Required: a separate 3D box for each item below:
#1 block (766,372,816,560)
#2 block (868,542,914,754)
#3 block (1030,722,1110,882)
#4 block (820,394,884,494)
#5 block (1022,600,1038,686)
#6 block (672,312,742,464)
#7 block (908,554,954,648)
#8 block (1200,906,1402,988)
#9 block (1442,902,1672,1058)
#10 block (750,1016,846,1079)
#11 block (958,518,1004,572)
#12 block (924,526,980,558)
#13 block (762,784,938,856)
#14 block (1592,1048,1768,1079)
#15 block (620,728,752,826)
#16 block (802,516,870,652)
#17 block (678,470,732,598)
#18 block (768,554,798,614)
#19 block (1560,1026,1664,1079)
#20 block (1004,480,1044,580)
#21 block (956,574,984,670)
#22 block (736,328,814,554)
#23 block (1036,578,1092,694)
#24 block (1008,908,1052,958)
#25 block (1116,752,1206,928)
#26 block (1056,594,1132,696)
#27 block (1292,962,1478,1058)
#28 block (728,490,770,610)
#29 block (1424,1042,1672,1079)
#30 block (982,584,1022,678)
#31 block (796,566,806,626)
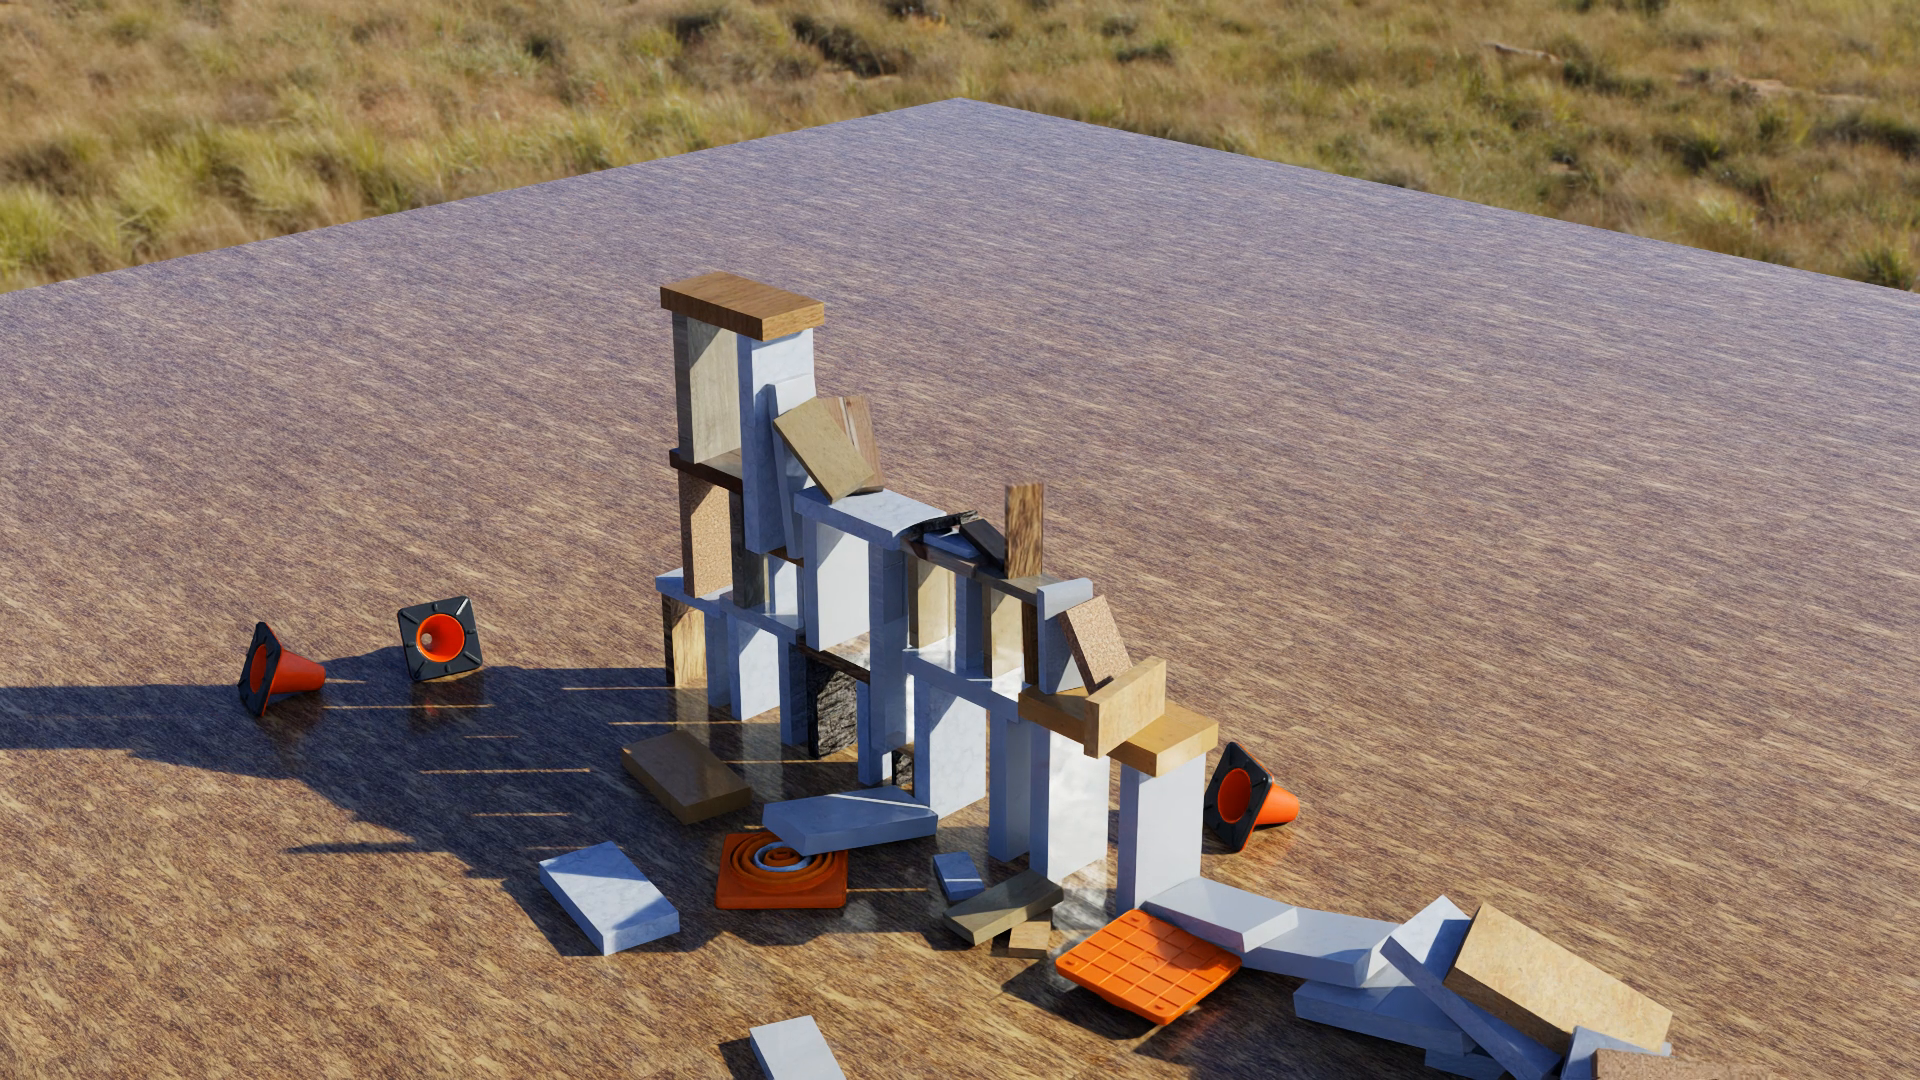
[{"bbox_3d":[-0.328,-0.152,4.518,0.103,0.369,0.029,-21,22,-41],"label":"block"},{"bbox_3d":[-0.115,0.199,4.439,0.041,0.456,0.146,21,31,40],"label":"block"},{"bbox_3d":[0.210,0.476,4.204,0.170,0.340,0.048,-21,31,-40],"label":"block"},{"bbox_3d":[-0.224,-0.192,4.464,0.103,0.029,0.207,-6,67,-15],"label":"block"},{"bbox_3d":[0.155,0.182,4.129,0.082,0.164,0.023,-21,27,-41],"label":"block"},{"bbox_3d":[-0.525,-0.340,4.649,0.046,0.326,0.163,19,29,37],"label":"block"},{"bbox_3d":[-0.056,0.106,4.332,0.099,0.197,0.028,-21,30,-41],"label":"block"},{"bbox_3d":[0.607,0.716,3.916,0.325,0.046,0.162,2,19,43],"label":"block"},{"bbox_3d":[0.980,0.752,3.605,0.349,0.049,0.175,30,40,11],"label":"block"},{"bbox_3d":[-0.237,0.905,3.588,0.109,0.031,0.385,-9,24,-19],"label":"block"},{"bbox_3d":[0.061,0.009,4.187,0.060,0.017,0.131,-16,46,-38],"label":"block"},{"bbox_3d":[-0.006,0.004,4.228,0.120,0.017,0.060,20,30,39],"label":"block"},{"bbox_3d":[-0.215,0.550,4.332,0.316,0.043,0.150,-4,21,-38],"label":"block"},{"bbox_3d":[1.119,0.876,3.420,0.262,0.037,0.131,6,62,4],"label":"block"},{"bbox_3d":[-0.570,0.488,4.557,0.150,0.043,0.301,-14,27,-30],"label":"block"},{"bbox_3d":[-0.253,0.070,4.534,0.041,0.292,0.146,21,31,41],"label":"block"},{"bbox_3d":[-0.547,-0.030,4.802,0.037,0.292,0.131,20,30,40],"label":"block"},{"bbox_3d":[-0.373,0.082,4.663,0.019,0.135,0.067,21,31,41],"label":"block"},{"bbox_3d":[1.067,0.858,3.475,0.219,0.109,0.031,18,-17,8],"label":"block"},{"bbox_3d":[0.119,-0.019,4.098,0.069,0.183,0.020,-9,24,-20],"label":"block"},{"bbox_3d":[0.037,0.143,4.246,0.099,0.197,0.028,-21,31,-40],"label":"block"},{"bbox_3d":[-0.374,-0.215,4.539,0.046,0.471,0.163,21,31,41],"label":"block"},{"bbox_3d":[0.196,0.178,4.084,0.102,0.203,0.029,-11,21,-25],"label":"block"},{"bbox_3d":[0.130,0.720,4.039,0.069,0.020,0.138,3,23,6],"label":"block"},{"bbox_3d":[0.371,0.535,4.065,0.170,0.340,0.048,-18,29,-36],"label":"block"},{"bbox_3d":[0.258,0.212,4.026,0.102,0.203,0.029,-21,-1,-41],"label":"block"},{"bbox_3d":[0.752,0.788,3.753,0.325,0.046,0.162,5,24,42],"label":"block"},{"bbox_3d":[-0.425,0.005,4.683,0.037,0.262,0.131,21,31,41],"label":"block"},{"bbox_3d":[0.982,0.859,3.673,0.367,0.049,0.175,11,25,24],"label":"block"},{"bbox_3d":[0.081,0.163,4.206,0.023,0.191,0.082,19,30,41],"label":"block"},{"bbox_3d":[-0.310,0.107,4.604,0.019,0.135,0.067,21,31,41],"label":"block"}]
